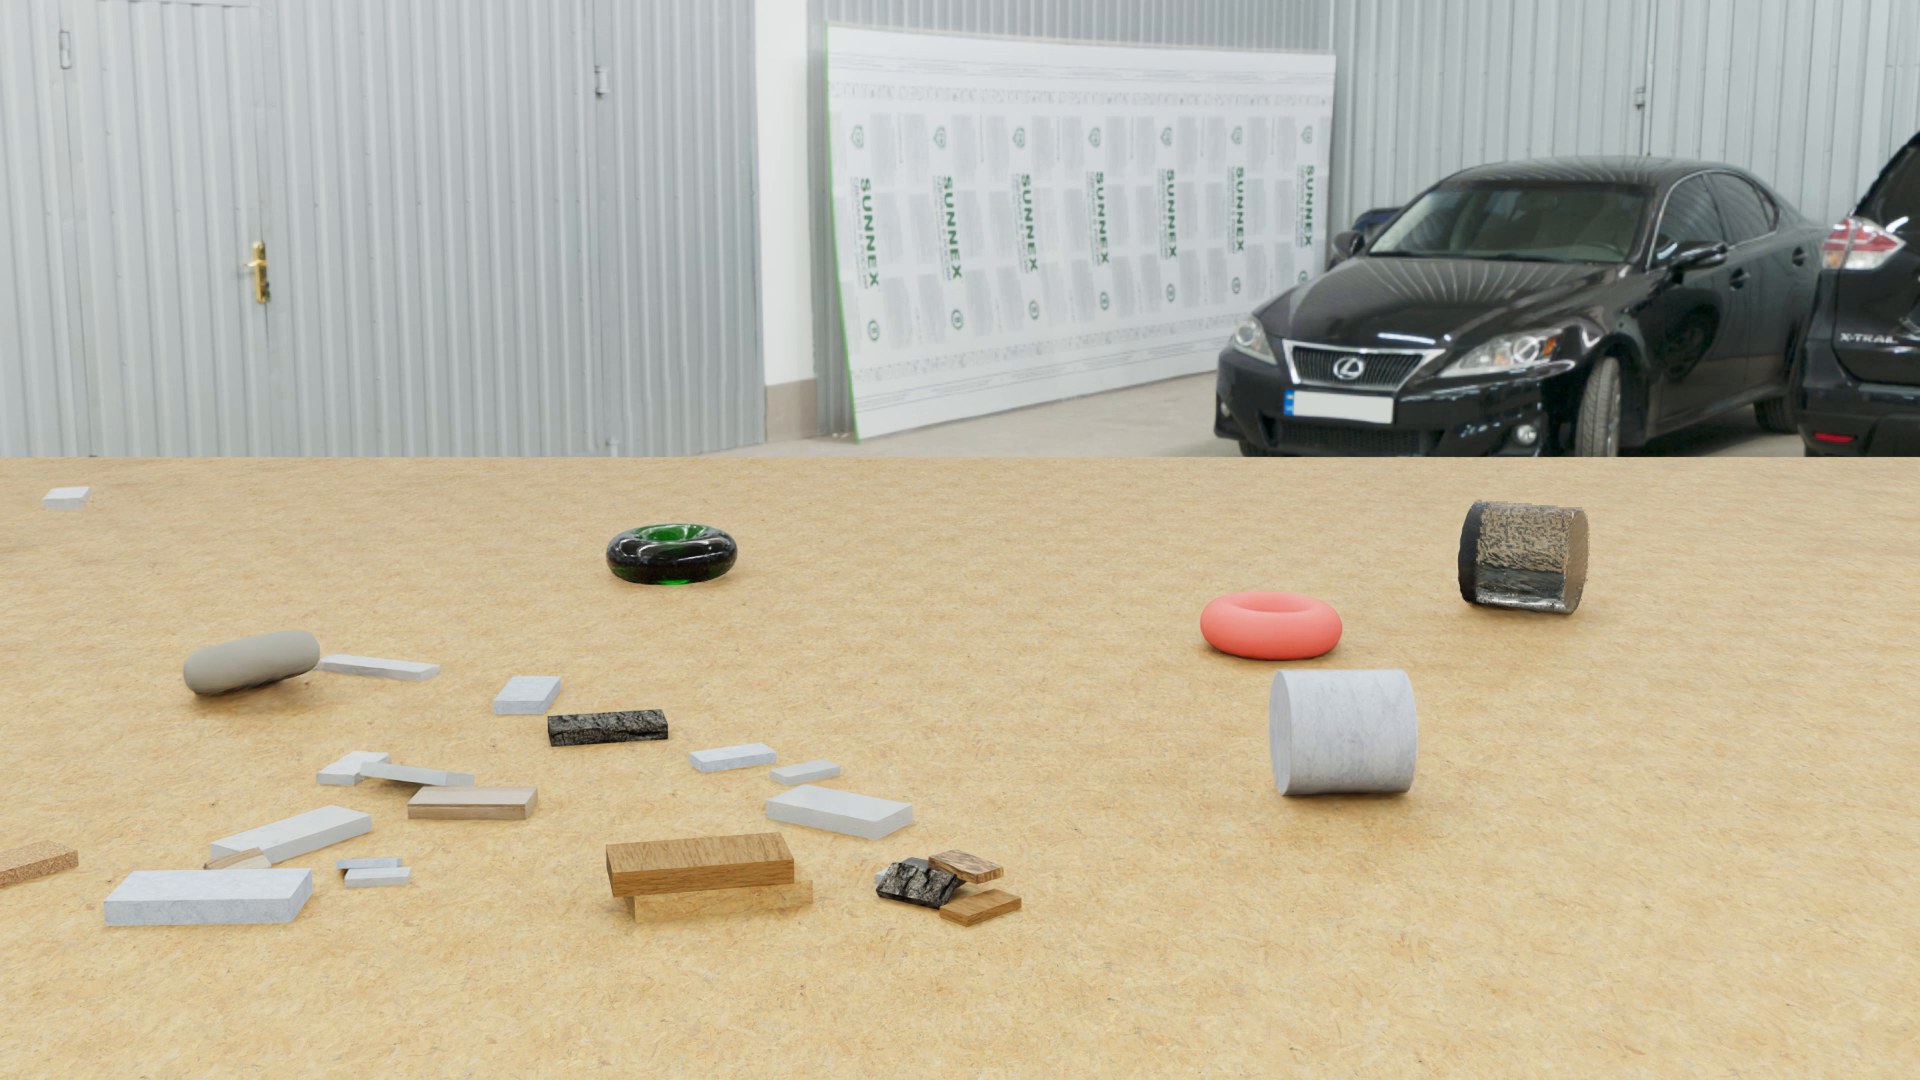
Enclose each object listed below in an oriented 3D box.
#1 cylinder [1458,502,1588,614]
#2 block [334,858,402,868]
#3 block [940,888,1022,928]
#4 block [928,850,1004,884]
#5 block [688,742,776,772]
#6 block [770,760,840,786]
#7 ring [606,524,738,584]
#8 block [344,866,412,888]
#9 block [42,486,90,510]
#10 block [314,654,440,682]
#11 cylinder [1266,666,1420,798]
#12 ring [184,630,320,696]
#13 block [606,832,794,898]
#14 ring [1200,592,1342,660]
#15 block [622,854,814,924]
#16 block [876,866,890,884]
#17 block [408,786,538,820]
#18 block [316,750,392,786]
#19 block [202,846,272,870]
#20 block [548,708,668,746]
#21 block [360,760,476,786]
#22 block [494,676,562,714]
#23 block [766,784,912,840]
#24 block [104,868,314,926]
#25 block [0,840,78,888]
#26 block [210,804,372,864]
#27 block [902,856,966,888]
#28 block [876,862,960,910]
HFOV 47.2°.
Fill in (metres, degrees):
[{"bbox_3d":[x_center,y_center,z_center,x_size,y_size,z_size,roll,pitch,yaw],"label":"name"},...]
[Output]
[{"bbox_3d":[1.501,0.045,5.851,0.275,0.275,0.275,6,12,28],"label":"cylinder"},{"bbox_3d":[-1.016,0.555,3.778,0.103,0.015,0.052,-1,-6,-5],"label":"block"},{"bbox_3d":[0.034,0.598,3.578,0.126,0.018,0.063,-10,15,-44],"label":"block"},{"bbox_3d":[0.010,0.545,3.672,0.061,0.017,0.122,-9,14,-40],"label":"block"},{"bbox_3d":[-0.458,0.438,4.427,0.158,0.022,0.079,-5,12,-27],"label":"block"},{"bbox_3d":[-0.305,0.458,4.331,0.126,0.018,0.063,-8,13,-36],"label":"block"},{"bbox_3d":[-0.825,0.039,6.298,0.377,0.126,0.377,-1,11,0],"label":"ring"},{"bbox_3d":[-0.987,0.571,3.729,0.103,0.015,0.052,-1,11,-8],"label":"block"},{"bbox_3d":[-3.059,-0.144,7.529,0.121,0.034,0.241,-3,11,-15],"label":"block"},{"bbox_3d":[-1.371,0.300,5.171,0.296,0.022,0.079,4,11,22],"label":"block"},{"bbox_3d":[0.732,0.369,4.218,0.236,0.236,0.236,-4,11,-5],"label":"cylinder"},{"bbox_3d":[-1.593,0.276,4.951,0.300,0.100,0.300,-14,-2,-1],"label":"ring"},{"bbox_3d":[-0.430,0.534,3.628,0.293,0.042,0.147,-2,11,-13],"label":"block"},{"bbox_3d":[0.764,0.209,5.407,0.348,0.116,0.348,1,11,0],"label":"ring"},{"bbox_3d":[-0.404,0.574,3.641,0.293,0.042,0.147,-3,11,-17],"label":"block"},{"bbox_3d":[-0.075,0.573,3.711,0.122,0.017,0.061,6,12,31],"label":"block"},{"bbox_3d":[-0.910,0.492,4.113,0.218,0.031,0.109,0,11,1],"label":"block"},{"bbox_3d":[-1.199,0.452,4.353,0.079,0.022,0.158,2,11,12],"label":"block"},{"bbox_3d":[-1.224,0.557,3.730,0.052,0.015,0.104,48,34,22],"label":"block"},{"bbox_3d":[-0.742,0.395,4.627,0.241,0.034,0.121,-3,11,-14],"label":"block"},{"bbox_3d":[-1.047,0.454,4.245,0.195,0.028,0.098,4,-8,21],"label":"block"},{"bbox_3d":[-0.963,0.345,4.902,0.109,0.031,0.218,0,11,0],"label":"block"},{"bbox_3d":[-0.223,0.500,4.057,0.245,0.034,0.121,6,12,31],"label":"block"},{"bbox_3d":[-1.225,0.583,3.595,0.293,0.042,0.147,0,11,-3],"label":"block"},{"bbox_3d":[-1.624,0.559,3.759,0.098,0.028,0.195,8,13,37],"label":"block"},{"bbox_3d":[-1.188,0.528,3.916,0.109,0.031,0.267,7,13,33],"label":"block"},{"bbox_3d":[-0.046,0.559,3.693,0.122,0.017,0.061,6,12,30],"label":"block"},{"bbox_3d":[-0.070,0.571,3.635,0.126,0.018,0.063,6,46,31],"label":"block"}]
